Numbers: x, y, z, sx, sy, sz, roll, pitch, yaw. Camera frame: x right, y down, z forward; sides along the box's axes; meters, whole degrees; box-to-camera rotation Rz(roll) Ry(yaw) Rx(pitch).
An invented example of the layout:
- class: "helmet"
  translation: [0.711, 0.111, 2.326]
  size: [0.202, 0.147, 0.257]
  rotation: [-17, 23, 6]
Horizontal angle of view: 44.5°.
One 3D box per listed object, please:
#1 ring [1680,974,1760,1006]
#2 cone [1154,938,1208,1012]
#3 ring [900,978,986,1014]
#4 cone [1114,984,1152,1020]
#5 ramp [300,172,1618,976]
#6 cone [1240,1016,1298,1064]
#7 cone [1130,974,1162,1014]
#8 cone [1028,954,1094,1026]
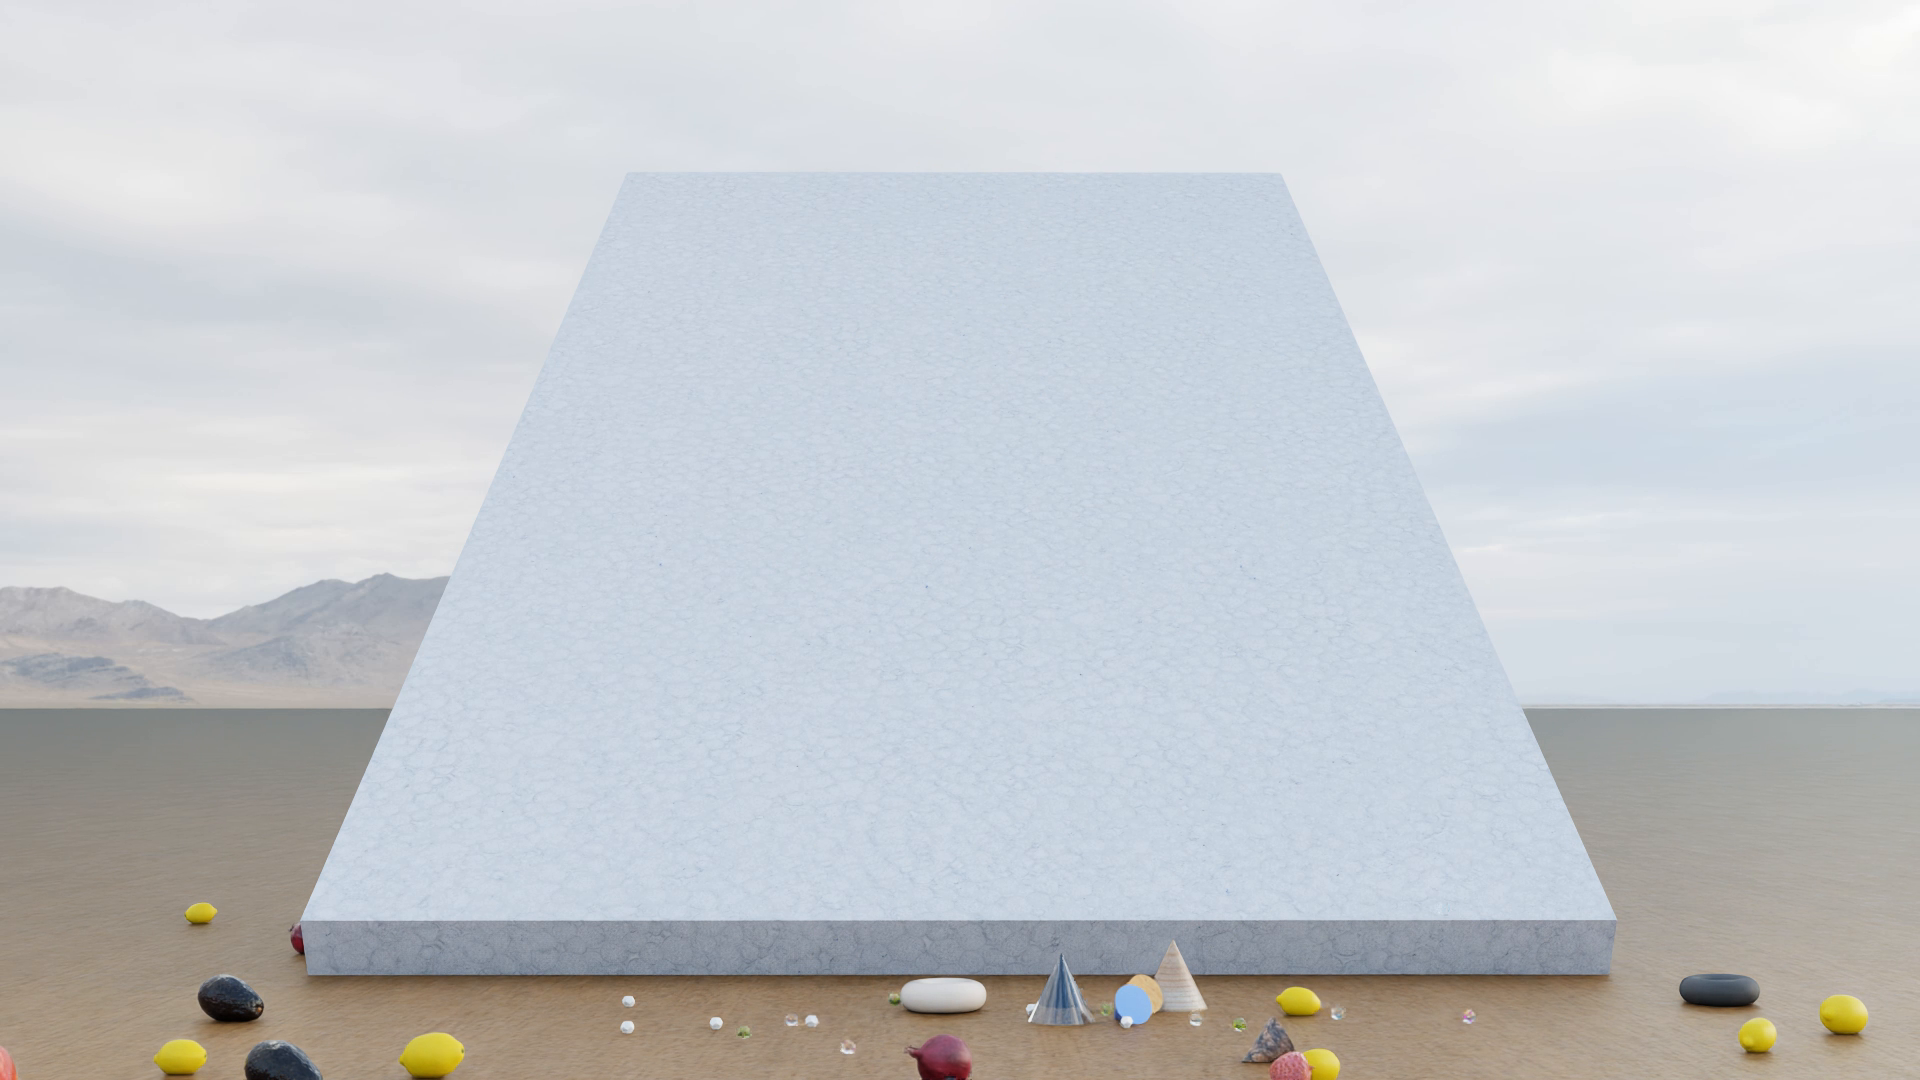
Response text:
- class: "ring"
  translation: [1.058, 0.627, 3.267]
  size: [0.108, 0.036, 0.108]
  rotation: [-1, -4, 0]
- class: "cone"
  translation: [0.293, 0.594, 3.218]
  size: [0.094, 0.094, 0.094]
  rotation: [0, -4, 0]
- class: "ring"
  translation: [-0.023, 0.620, 3.194]
  size: [0.118, 0.039, 0.118]
  rotation: [0, -5, 0]
- class: "cone"
  translation: [0.215, 0.620, 3.081]
  size: [0.054, 0.054, 0.054]
  rotation: [3, -39, -35]
- class: "ramp"
  translation: [-0.009, -0.229, 5.391]
  size: [2.000, 0.100, 4.000]
  rotation: [0, 25, 0]
- class: "cone"
  translation: [0.351, 0.594, 2.727]
  size: [0.058, 0.058, 0.058]
  rotation: [-27, 1, -11]
- class: "cone"
  translation: [0.237, 0.626, 3.180]
  size: [0.056, 0.056, 0.056]
  rotation: [3, -31, -32]
- class: "cone"
  translation: [0.134, 0.588, 3.087]
  size: [0.088, 0.088, 0.088]
  rotation: [0, -4, 0]
